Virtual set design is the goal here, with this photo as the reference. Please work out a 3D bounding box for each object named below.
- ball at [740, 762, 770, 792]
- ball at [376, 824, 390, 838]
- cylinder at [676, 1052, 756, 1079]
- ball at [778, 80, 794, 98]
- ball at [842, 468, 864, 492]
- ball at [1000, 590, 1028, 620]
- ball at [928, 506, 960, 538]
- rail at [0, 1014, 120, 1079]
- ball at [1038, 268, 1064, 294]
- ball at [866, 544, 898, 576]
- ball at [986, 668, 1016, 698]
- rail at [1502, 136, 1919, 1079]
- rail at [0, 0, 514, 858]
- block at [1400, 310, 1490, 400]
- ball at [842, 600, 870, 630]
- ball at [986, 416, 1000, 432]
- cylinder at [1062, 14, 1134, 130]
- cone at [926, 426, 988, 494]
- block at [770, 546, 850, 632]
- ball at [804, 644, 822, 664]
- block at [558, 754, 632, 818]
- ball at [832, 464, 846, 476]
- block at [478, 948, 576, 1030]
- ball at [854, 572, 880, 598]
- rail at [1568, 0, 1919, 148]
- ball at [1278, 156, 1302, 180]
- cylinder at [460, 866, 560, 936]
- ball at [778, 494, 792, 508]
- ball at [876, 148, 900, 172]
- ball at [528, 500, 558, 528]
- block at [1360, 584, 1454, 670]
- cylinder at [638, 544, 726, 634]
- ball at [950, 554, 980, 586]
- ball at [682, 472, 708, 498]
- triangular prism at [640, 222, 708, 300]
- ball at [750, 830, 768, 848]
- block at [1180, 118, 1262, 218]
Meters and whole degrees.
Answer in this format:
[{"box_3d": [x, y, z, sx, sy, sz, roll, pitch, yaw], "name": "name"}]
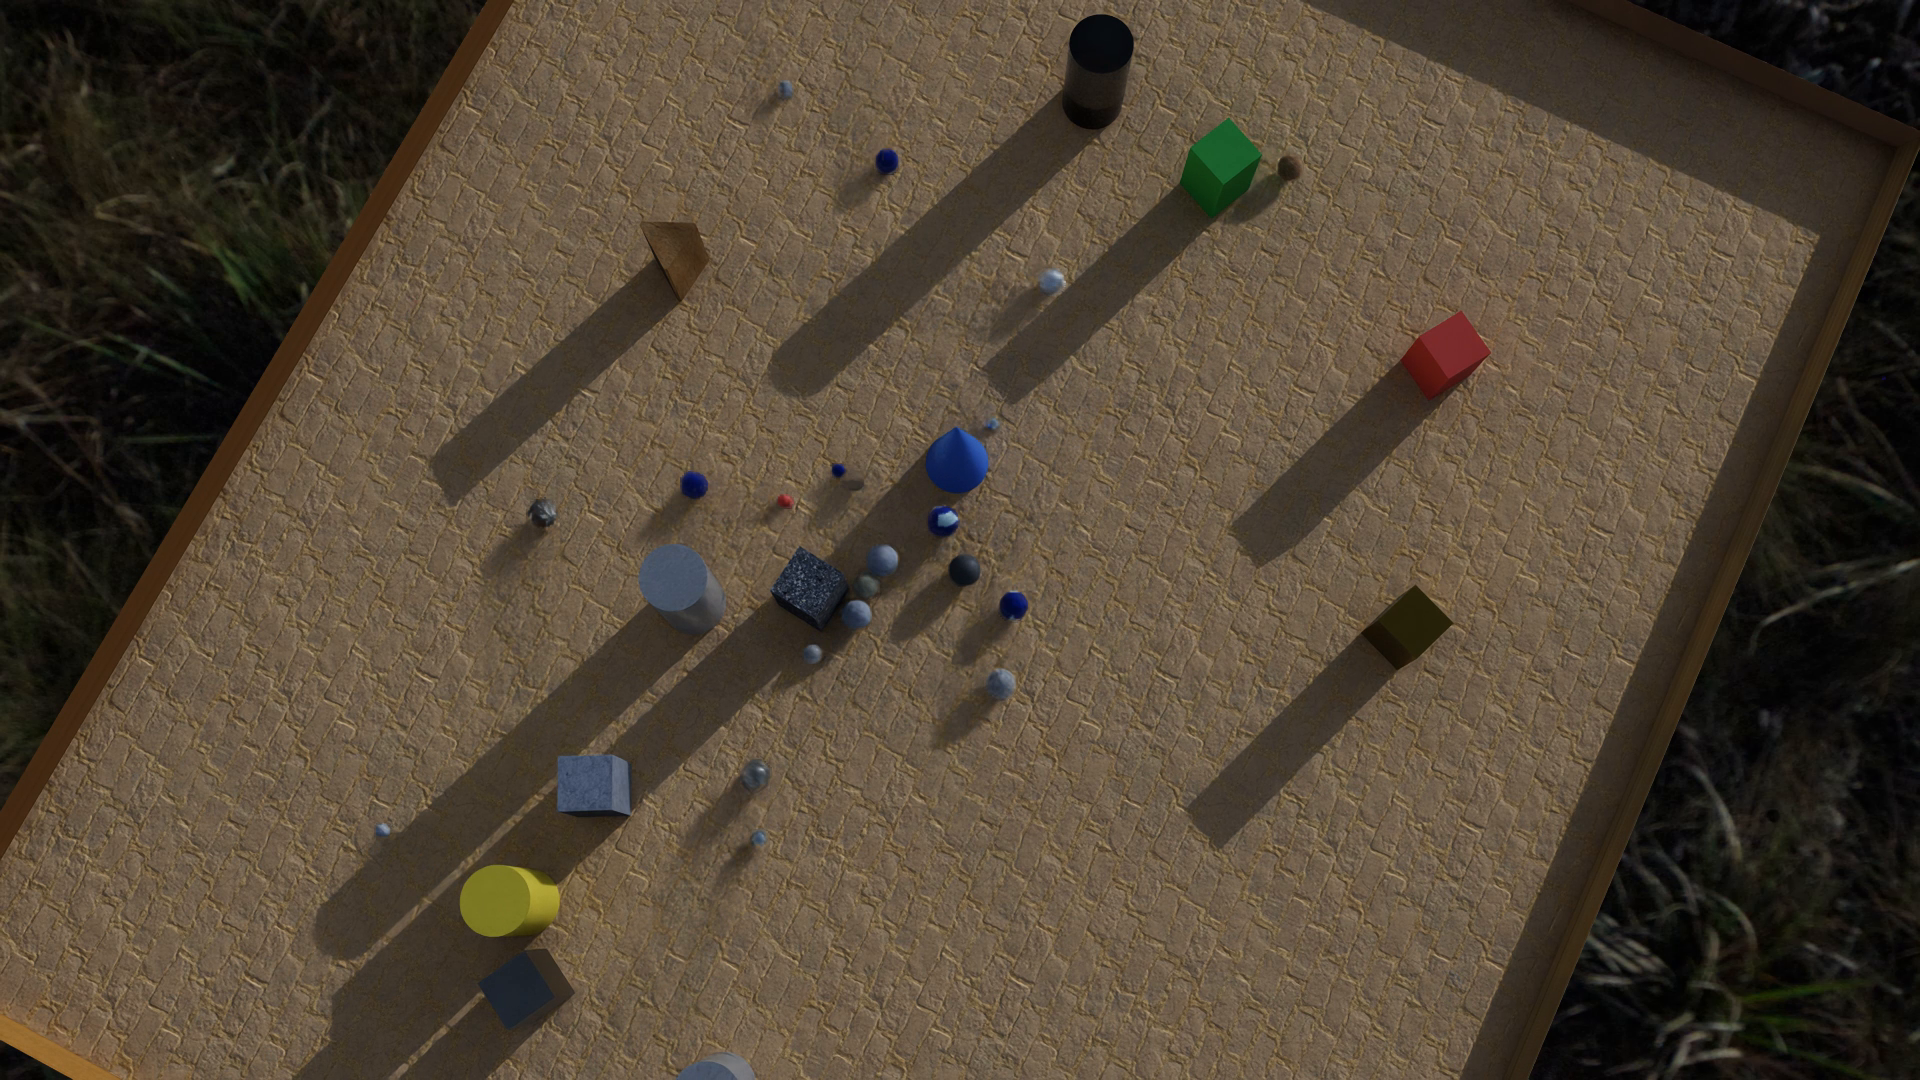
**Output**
[{"box_3d": [-0.606, 0.700, 5.425, 0.091, 0.091, 0.091, 0, 78, 0], "name": "ball"}, {"box_3d": [-1.707, 0.859, 5.418, 0.041, 0.041, 0.041, 0, 78, 0], "name": "ball"}, {"box_3d": [-0.685, 1.541, 5.114, 0.194, 0.360, 0.194, 0, 78, 0], "name": "cylinder"}, {"box_3d": [-0.561, -1.449, 5.889, 0.053, 0.053, 0.053, 0, 78, 0], "name": "ball"}, {"box_3d": [-0.329, -0.183, 5.619, 0.070, 0.070, 0.070, 0, 78, 0], "name": "ball"}, {"box_3d": [0.162, 0.197, 5.531, 0.087, 0.087, 0.087, 0, 78, 0], "name": "ball"}, {"box_3d": [-0.050, -0.057, 5.580, 0.095, 0.095, 0.095, 0, 78, 0], "name": "ball"}, {"box_3d": [-1.115, 2.191, 5.098, 4.265, 0.126, 0.045, 26, 80, 5], "name": "rail"}, {"box_3d": [0.284, -0.811, 5.742, 0.083, 0.083, 0.083, 0, 78, 0], "name": "ball"}, {"box_3d": [-0.234, 0.061, 5.554, 0.097, 0.097, 0.097, 0, 78, 0], "name": "ball"}, {"box_3d": [0.122, 0.429, 5.482, 0.089, 0.089, 0.089, 0, 78, 0], "name": "ball"}, {"box_3d": [1.886, 0.930, 5.359, 0.045, 0.126, 5.035, 26, 80, 5], "name": "rail"}, {"box_3d": [-1.886, -0.917, 5.741, 0.045, 0.126, 5.035, 26, 80, 5], "name": "rail"}, {"box_3d": [1.485, -0.562, 5.612, 0.155, 0.237, 0.155, -31, 80, -6], "name": "block"}, {"box_3d": [-0.313, 0.225, 5.524, 0.089, 0.089, 0.089, 0, 78, 0], "name": "ball"}, {"box_3d": [0.101, -0.359, 5.667, 0.046, 0.046, 0.046, 0, 78, 0], "name": "ball"}, {"box_3d": [0.427, -1.455, 5.715, 0.194, 0.396, 0.194, 0, 78, 0], "name": "cylinder"}, {"box_3d": [-0.009, -0.282, 5.458, 0.194, 0.424, 0.194, 0, 78, 0], "name": "cone"}, {"box_3d": [-0.444, 0.149, 5.454, 0.155, 0.258, 0.155, 32, 80, 6], "name": "block"}, {"box_3d": [-0.443, 0.342, 5.517, 0.057, 0.057, 0.057, 0, 78, 0], "name": "ball"}, {"box_3d": [-1.058, 0.716, 5.317, 0.155, 0.296, 0.155, -2, 78, 0], "name": "block"}, {"box_3d": [-0.374, -0.215, 5.640, 0.041, 0.041, 0.041, 0, 78, 0], "name": "ball"}, {"box_3d": [-1.229, 1.275, 5.211, 0.155, 0.277, 0.155, -35, 80, -7], "name": "block"}, {"box_3d": [-0.283, 0.135, 5.547, 0.081, 0.081, 0.081, 0, 78, 0], "name": "ball"}, {"box_3d": [1.115, -2.177, 6.002, 4.265, 0.126, 0.045, 26, 80, 5], "name": "rail"}, {"box_3d": [1.047, -1.183, 5.822, 0.078, 0.078, 0.078, 0, 78, 0], "name": "ball"}, {"box_3d": [-1.276, 1.028, 5.212, 0.194, 0.376, 0.194, 0, 78, 0], "name": "cylinder"}, {"box_3d": [-0.538, -0.121, 5.619, 0.043, 0.043, 0.043, 0, 78, 0], "name": "ball"}, {"box_3d": [-0.232, -1.206, 5.827, 0.076, 0.076, 0.076, 0, 78, 0], "name": "ball"}, {"box_3d": [-1.272, -0.081, 5.589, 0.086, 0.086, 0.086, 0, 78, 0], "name": "ball"}, {"box_3d": [1.325, 0.262, 5.441, 0.155, 0.237, 0.155, -42, 81, -8], "name": "block"}, {"box_3d": [-0.808, 0.149, 5.369, 0.194, 0.425, 0.194, 0, 78, 0], "name": "cylinder"}, {"box_3d": [0.015, 0.090, 5.549, 0.096, 0.096, 0.096, 0, 78, 0], "name": "ball"}, {"box_3d": [-0.812, -0.167, 5.609, 0.082, 0.082, 0.082, 0, 78, 0], "name": "ball"}, {"box_3d": [-0.900, -0.888, 5.651, 0.146, 0.292, 0.168, 31, 80, 6], "name": "triangular prism"}, {"box_3d": [-0.594, 0.883, 5.406, 0.055, 0.055, 0.055, 0, 78, 0], "name": "ball"}, {"box_3d": [0.811, -1.157, 5.716, 0.155, 0.275, 0.155, -39, 81, -7], "name": "block"}]
